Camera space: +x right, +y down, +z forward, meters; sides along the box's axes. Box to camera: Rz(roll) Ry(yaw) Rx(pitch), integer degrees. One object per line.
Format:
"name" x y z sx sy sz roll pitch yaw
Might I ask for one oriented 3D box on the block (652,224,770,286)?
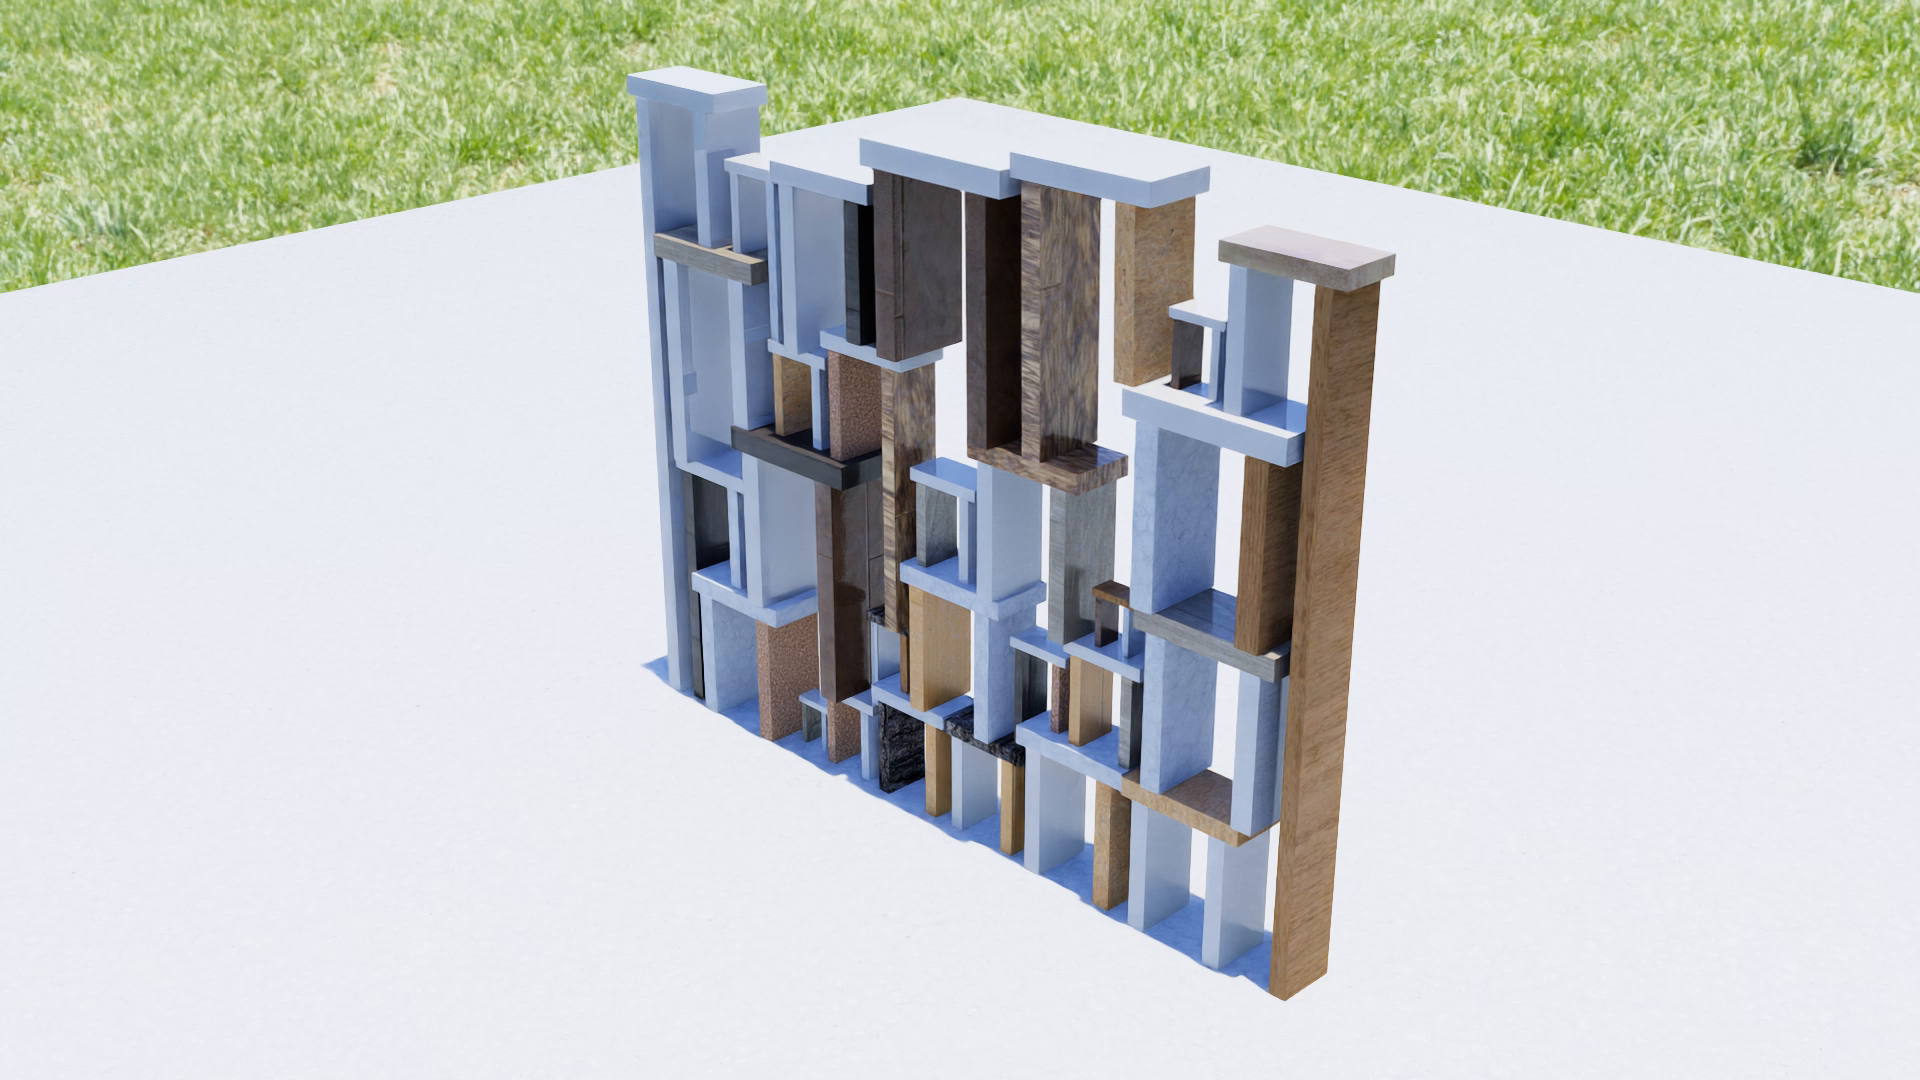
"block" -0.466 -0.586 4.482 0.156 0.044 0.312 -21 31 -40

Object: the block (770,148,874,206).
"block" -0.219 -0.689 4.164 0.138 0.039 0.276 -21 31 -40

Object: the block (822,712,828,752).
"block" -0.273 0.402 4.693 0.013 0.094 0.047 21 31 41

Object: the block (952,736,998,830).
"block" 0.030 0.469 4.394 0.029 0.203 0.102 21 31 41

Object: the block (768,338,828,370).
"block" -0.295 -0.378 4.377 0.086 0.024 0.172 -21 31 -41

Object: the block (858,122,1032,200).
"block" 0.006 -0.679 3.921 0.178 0.050 0.356 -21 31 -40

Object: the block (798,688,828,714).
"block" -0.295 0.344 4.693 0.094 0.013 0.047 21 31 41

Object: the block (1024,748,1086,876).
"block" 0.185 0.501 4.240 0.038 0.266 0.133 21 31 41

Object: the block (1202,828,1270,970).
"block" 0.496 0.627 3.945 0.037 0.265 0.132 21 31 41

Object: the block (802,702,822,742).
"block" -0.317 0.385 4.734 0.013 0.094 0.047 21 31 41

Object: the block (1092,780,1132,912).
"block" 0.310 0.550 4.125 0.038 0.265 0.133 21 31 41

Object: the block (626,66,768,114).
"block" -0.530 -0.906 4.422 0.138 0.039 0.276 -21 31 -40

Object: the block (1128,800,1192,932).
"block" 0.371 0.578 4.060 0.132 0.265 0.037 -21 31 -41

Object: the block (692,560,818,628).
"block" -0.434 0.109 4.736 0.140 0.040 0.280 -21 31 -41

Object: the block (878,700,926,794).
"block" -0.119 0.410 4.531 0.029 0.206 0.103 21 31 41

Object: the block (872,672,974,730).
"block" -0.071 0.321 4.440 0.206 0.029 0.103 21 31 41

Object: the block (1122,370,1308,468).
"block" 0.455 -0.209 3.639 0.345 0.049 0.172 21 31 41

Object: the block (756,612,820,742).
"block" -0.368 0.282 4.738 0.040 0.280 0.140 21 31 41

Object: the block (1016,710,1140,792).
"block" 0.247 0.386 4.123 0.266 0.038 0.133 21 31 41

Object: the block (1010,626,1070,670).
"block" 0.169 0.200 4.126 0.071 0.020 0.141 -21 31 -41

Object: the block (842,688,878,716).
"block" -0.206 0.319 4.579 0.157 0.022 0.078 21 31 41

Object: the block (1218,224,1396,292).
"block" 0.542 -0.443 3.446 0.249 0.035 0.125 21 31 40

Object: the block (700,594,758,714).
"block" -0.500 0.231 4.859 0.040 0.280 0.140 21 31 41

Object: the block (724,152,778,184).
"block" -0.379 -0.730 4.316 0.163 0.023 0.081 21 31 40

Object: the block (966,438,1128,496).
"block" 0.157 -0.152 3.988 0.137 0.039 0.274 -22 31 -40

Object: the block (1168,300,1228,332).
"block" 0.410 -0.370 3.622 0.061 0.017 0.122 -21 31 -40

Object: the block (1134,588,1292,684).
"block" 0.465 0.154 3.785 0.306 0.043 0.153 21 31 40

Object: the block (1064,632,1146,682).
"block" 0.287 0.205 3.999 0.092 0.026 0.184 -21 31 -40

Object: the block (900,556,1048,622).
"block" 0.025 0.080 4.239 0.266 0.038 0.133 21 31 41

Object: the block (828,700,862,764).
"block" -0.243 0.387 4.648 0.078 0.157 0.022 -21 31 -41

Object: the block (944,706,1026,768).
"block" 0.078 0.381 4.305 0.203 0.029 0.102 21 31 41

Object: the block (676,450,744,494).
"block" -0.492 -0.157 4.694 0.225 0.032 0.113 21 31 41

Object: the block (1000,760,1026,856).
"block" 0.126 0.507 4.306 0.029 0.203 0.102 21 31 41

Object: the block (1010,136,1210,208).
"block" 0.249 -0.619 3.692 0.310 0.044 0.155 21 31 40

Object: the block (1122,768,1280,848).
"block" 0.433 0.463 3.943 0.265 0.037 0.132 21 31 40

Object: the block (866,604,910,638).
"block" -0.121 0.161 4.427 0.129 0.018 0.064 21 31 40

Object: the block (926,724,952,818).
"block" -0.022 0.448 4.441 0.029 0.206 0.103 21 31 41

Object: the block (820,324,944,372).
"block" -0.151 -0.375 4.222 0.225 0.032 0.112 21 31 41

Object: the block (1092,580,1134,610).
"block" 0.290 0.099 3.944 0.099 0.014 0.050 21 31 41

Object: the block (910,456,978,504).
"block" -0.004 -0.115 4.178 0.173 0.024 0.086 21 31 41

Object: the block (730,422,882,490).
"block" -0.291 -0.188 4.460 0.169 0.048 0.338 -21 31 -41

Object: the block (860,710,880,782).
"block" -0.169 0.416 4.580 0.022 0.157 0.078 21 31 41
